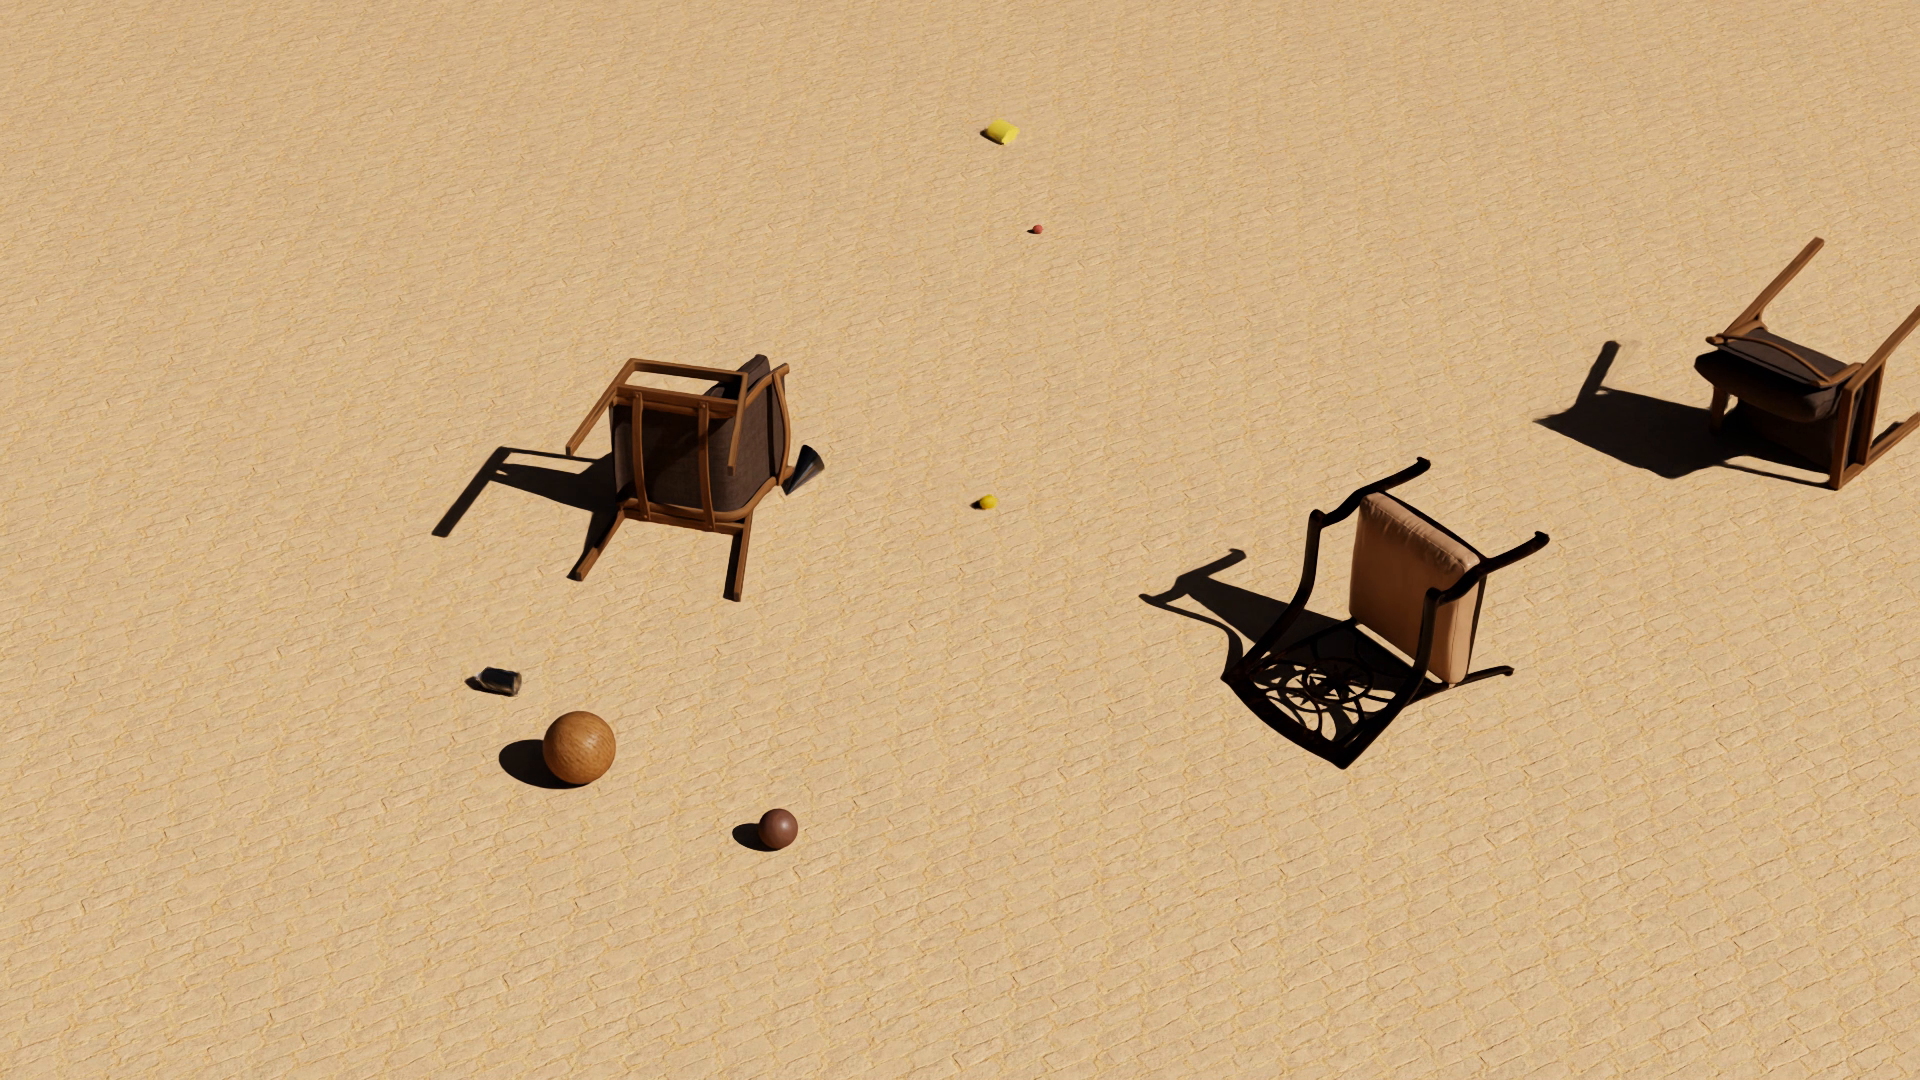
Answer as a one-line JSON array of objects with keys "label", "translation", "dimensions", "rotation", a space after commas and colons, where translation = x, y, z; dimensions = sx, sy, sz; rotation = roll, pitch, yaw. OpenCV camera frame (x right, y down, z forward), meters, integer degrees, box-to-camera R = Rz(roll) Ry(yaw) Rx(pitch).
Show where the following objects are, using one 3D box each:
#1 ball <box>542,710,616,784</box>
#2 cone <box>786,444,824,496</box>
[{"label": "ball", "translation": [-1.257, 0.685, 9.685], "dimensions": [0.242, 0.242, 0.242], "rotation": [0, 33, 0]}, {"label": "cone", "translation": [-0.616, -0.241, 11.246], "dimensions": [0.092, 0.152, 0.202], "rotation": [11, 54, 35]}]
